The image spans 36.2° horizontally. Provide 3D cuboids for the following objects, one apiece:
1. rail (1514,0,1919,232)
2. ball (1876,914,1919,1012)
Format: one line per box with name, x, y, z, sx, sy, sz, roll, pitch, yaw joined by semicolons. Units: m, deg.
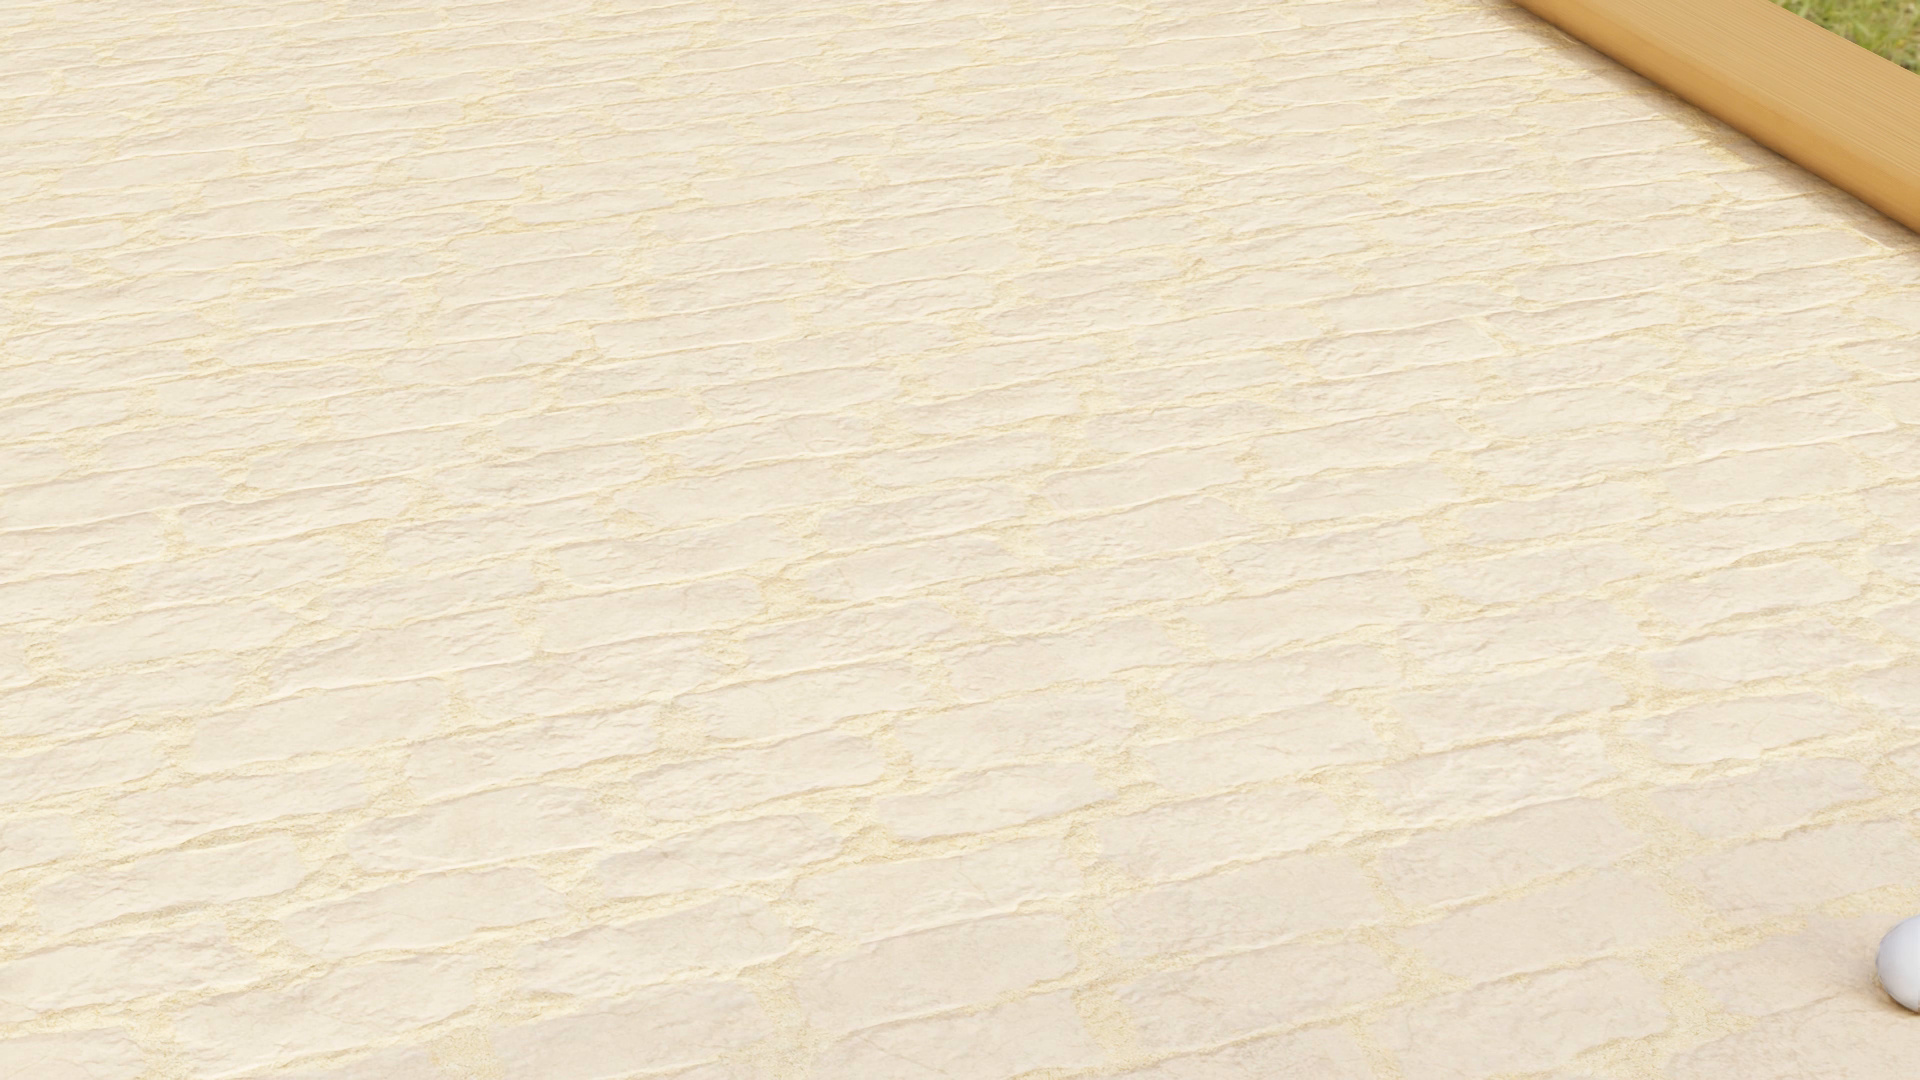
rail;0.593;-0.555;2.895;0.045;0.126;3.521;-9;29;-17
ball;0.492;0.215;1.496;0.050;0.050;0.050;0;27;0
